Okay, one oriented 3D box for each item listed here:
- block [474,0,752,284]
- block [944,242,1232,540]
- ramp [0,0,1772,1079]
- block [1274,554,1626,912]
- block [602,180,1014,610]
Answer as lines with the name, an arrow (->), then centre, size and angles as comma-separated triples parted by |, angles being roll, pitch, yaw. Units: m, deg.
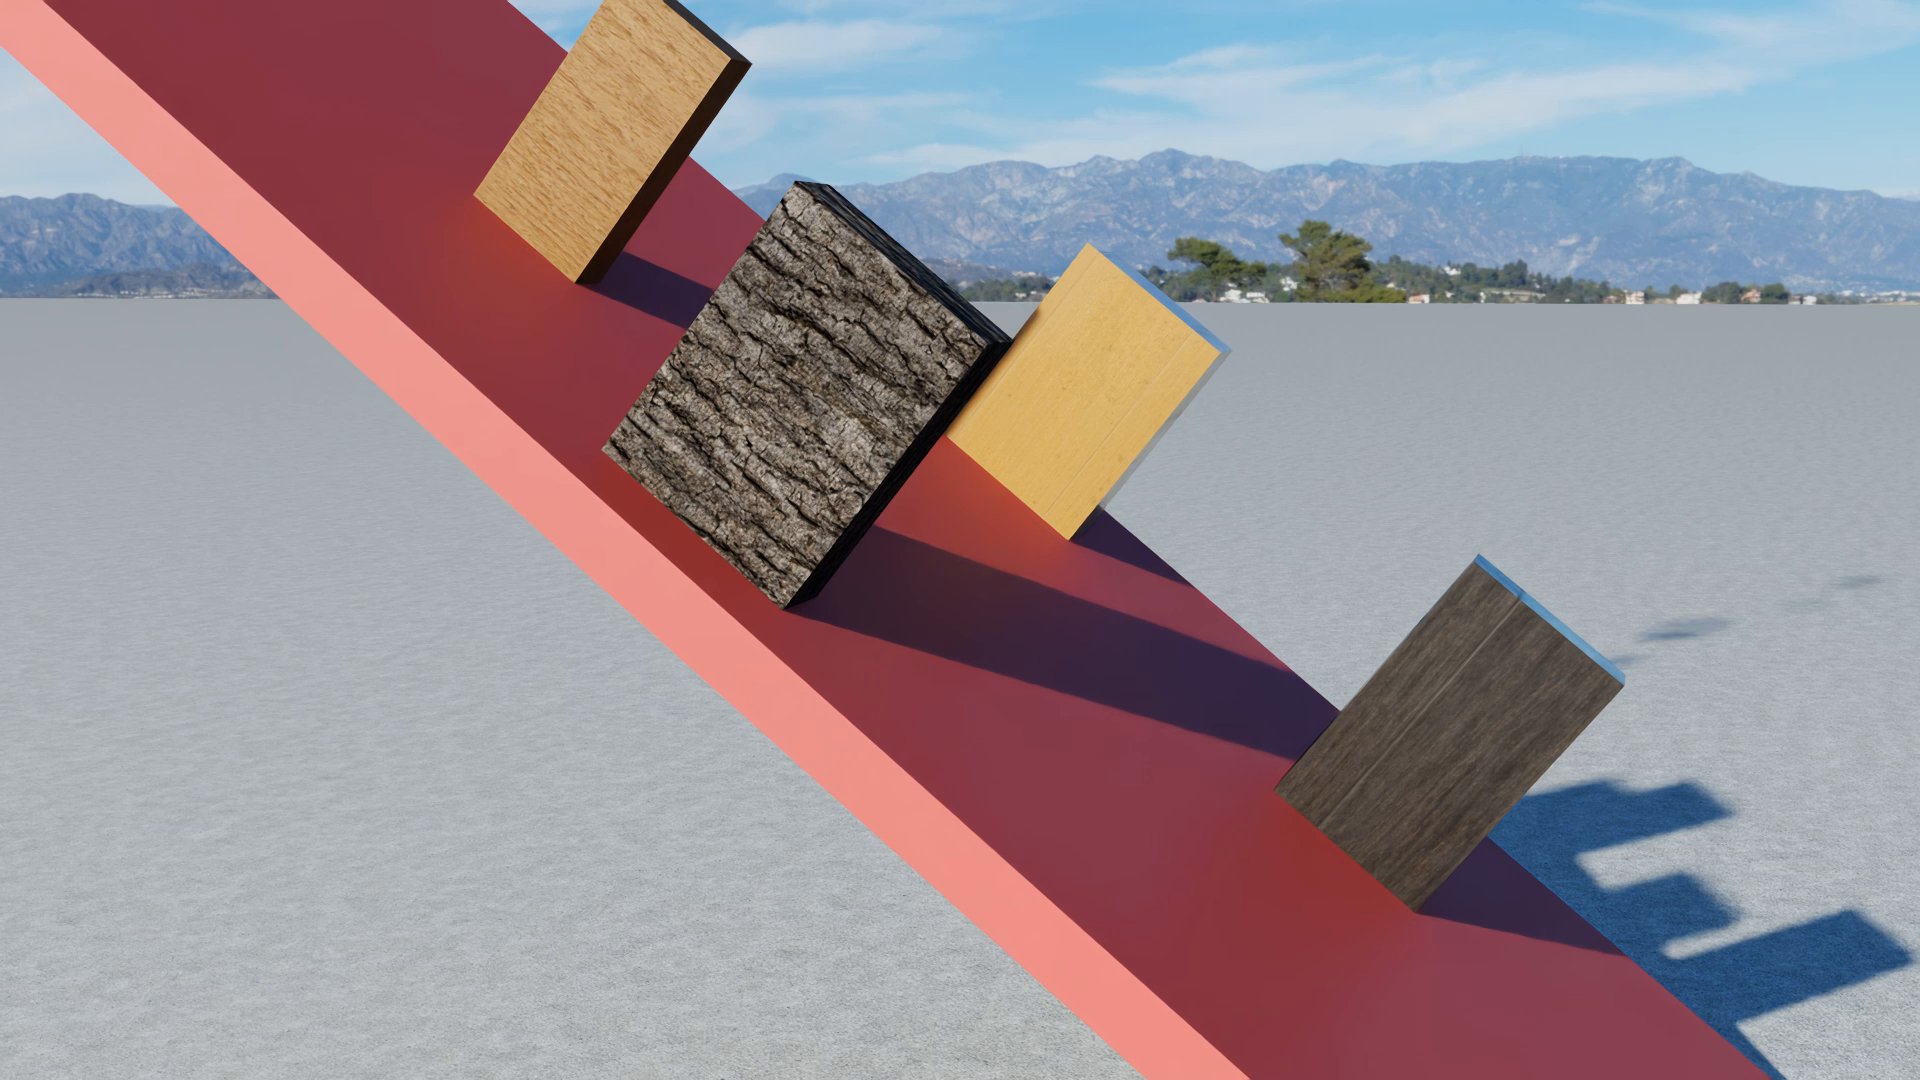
block -> -0.610, -0.718, 3.849 | 0.248, 0.483, 0.097 | 41, 16, 9
block -> 0.263, -0.311, 4.591 | 0.354, 0.503, 0.141 | 41, 16, 9
ramp -> -0.016, 0.067, 4.047 | 4.000, 0.100, 2.000 | 41, 16, 9
block -> 0.892, 0.353, 4.027 | 0.338, 0.564, 0.122 | 41, 16, 9
block -> -0.228, -0.214, 3.258 | 0.370, 0.504, 0.138 | 41, 16, 9
